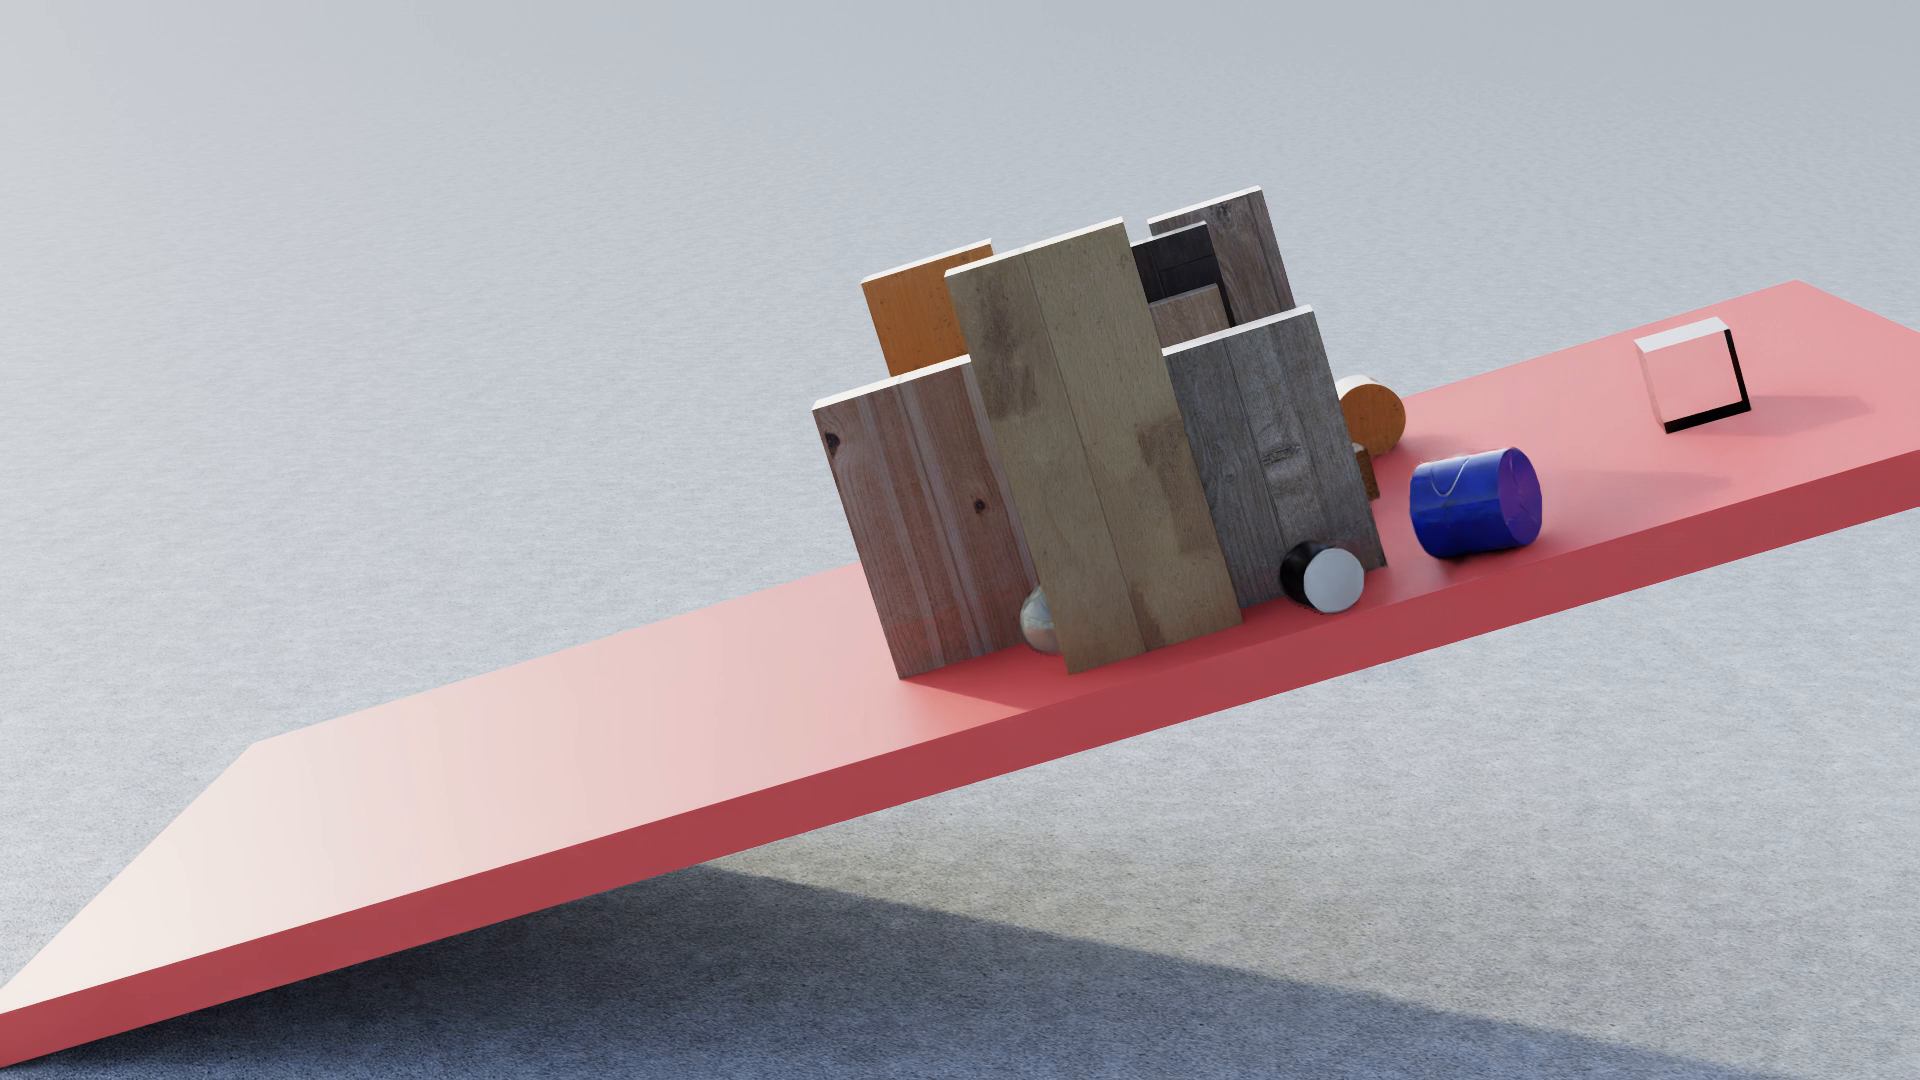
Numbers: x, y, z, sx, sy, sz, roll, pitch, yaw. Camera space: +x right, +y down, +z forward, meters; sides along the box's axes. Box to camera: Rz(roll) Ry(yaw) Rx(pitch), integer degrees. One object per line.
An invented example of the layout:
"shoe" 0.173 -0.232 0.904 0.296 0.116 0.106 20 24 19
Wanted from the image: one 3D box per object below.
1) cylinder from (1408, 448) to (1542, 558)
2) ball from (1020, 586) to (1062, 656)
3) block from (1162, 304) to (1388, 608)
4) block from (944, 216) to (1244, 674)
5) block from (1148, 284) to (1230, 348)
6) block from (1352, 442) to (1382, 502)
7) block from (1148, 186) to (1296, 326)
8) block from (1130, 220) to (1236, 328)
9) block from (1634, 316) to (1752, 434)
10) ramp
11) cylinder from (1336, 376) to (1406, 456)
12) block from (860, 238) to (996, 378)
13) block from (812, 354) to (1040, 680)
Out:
"cylinder" 0.950 -0.068 5.418 0.180 0.180 0.180 -10 3 36
"ball" 0.186 0.150 5.657 0.142 0.142 0.142 0 11 0
"block" 0.530 -0.138 5.576 0.428 0.506 0.101 -17 10 5
"block" 0.251 -0.173 5.460 0.339 0.779 0.114 -17 10 5
"block" 0.455 -0.241 6.207 0.334 0.521 0.084 -17 10 5
"block" 0.810 -0.132 6.201 0.107 0.107 0.107 -18 10 -3
"block" 0.639 -0.441 6.594 0.259 0.650 0.119 -17 10 5
"block" 0.412 -0.326 6.425 0.445 0.631 0.081 -17 10 5
"block" 1.483 -0.335 5.960 0.172 0.172 0.172 -16 10 9
"ramp" 0.097 0.184 6.314 4.000 0.100 2.000 -17 10 5
"cylinder" 0.915 -0.283 6.670 0.164 0.164 0.164 0 10 -2
"block" 0.024 -0.332 6.951 0.315 0.688 0.134 -17 10 5
"block" -0.018 -0.057 5.887 0.393 0.571 0.128 -17 10 5
